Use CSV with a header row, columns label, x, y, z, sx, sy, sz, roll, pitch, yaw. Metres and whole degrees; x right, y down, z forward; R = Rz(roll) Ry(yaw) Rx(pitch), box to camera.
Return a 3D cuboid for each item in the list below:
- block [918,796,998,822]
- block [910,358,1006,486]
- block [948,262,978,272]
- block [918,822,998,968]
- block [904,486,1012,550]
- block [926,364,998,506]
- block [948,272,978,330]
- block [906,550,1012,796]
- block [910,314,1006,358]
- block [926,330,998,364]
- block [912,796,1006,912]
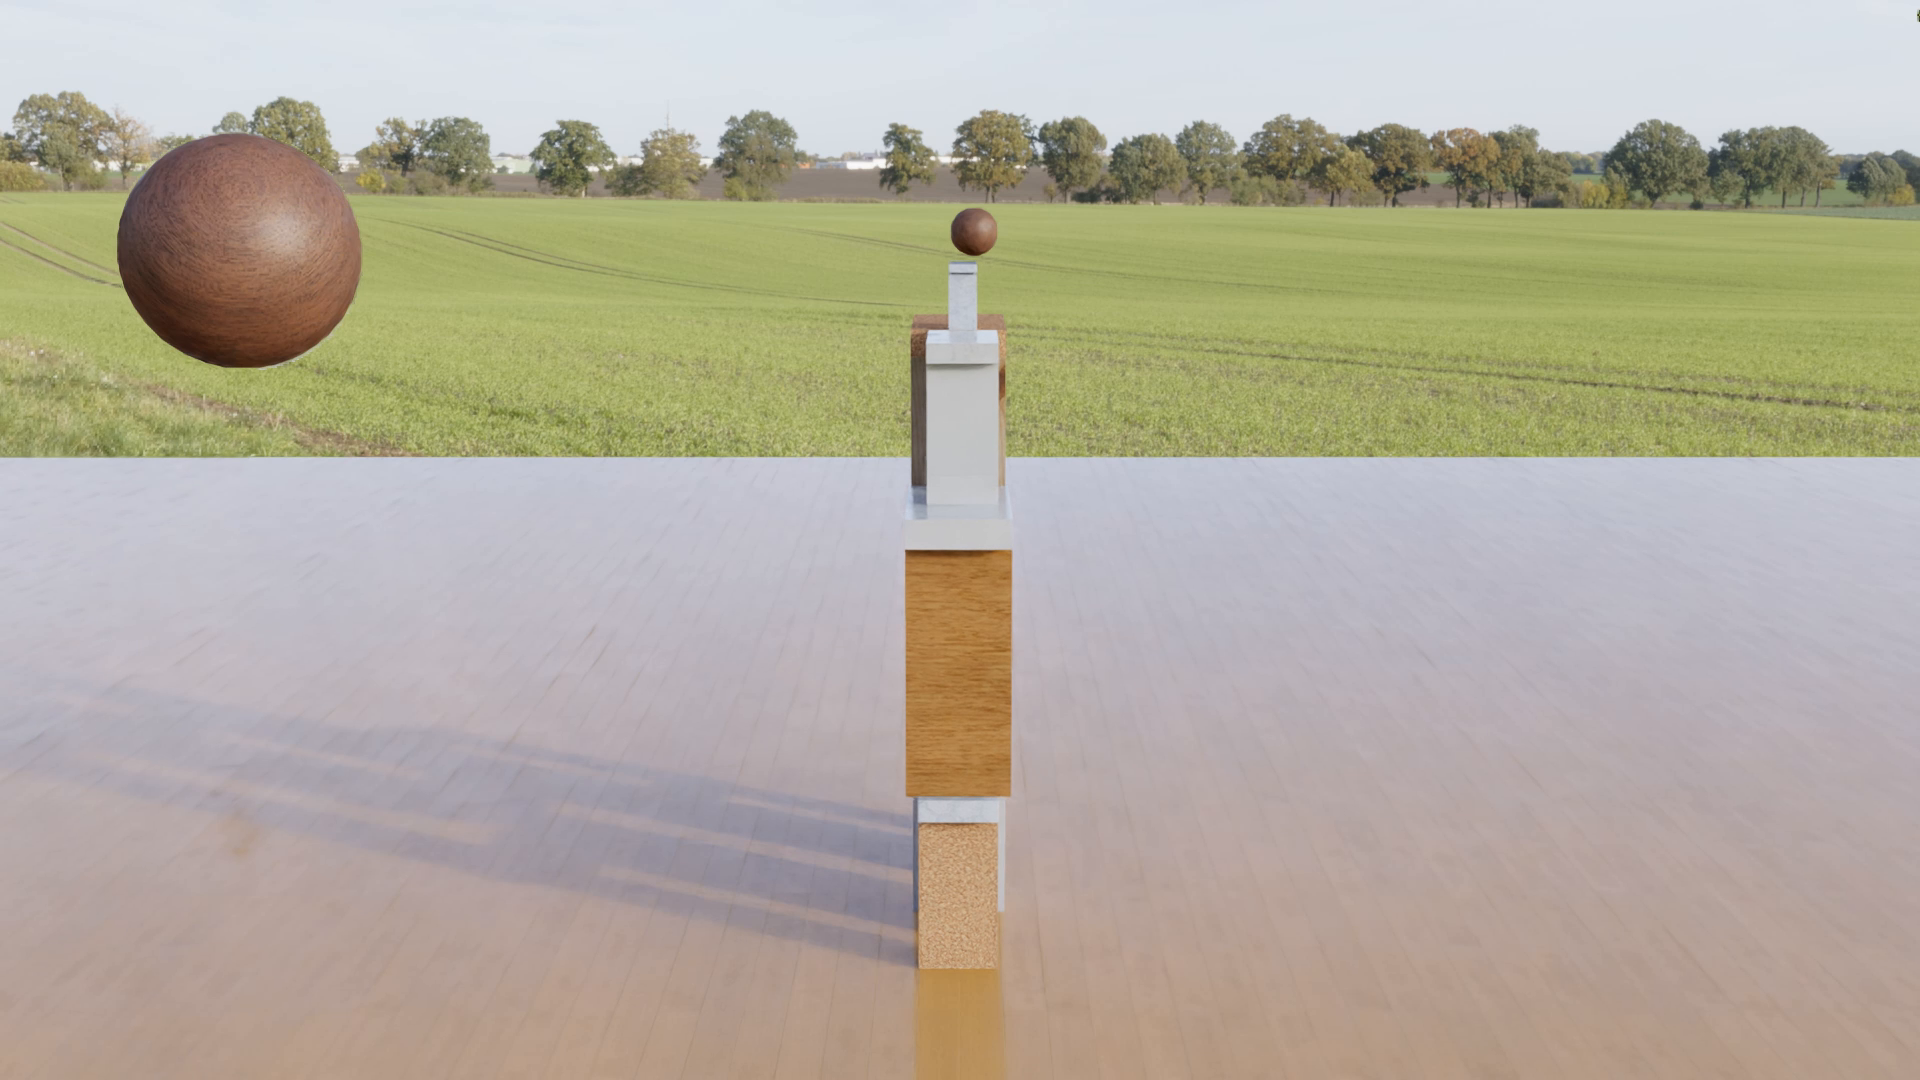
label,x,y,z,sx,sy,sz,roll,pitch,yaw
block,-0.002,0.382,3.388,0.119,0.034,0.238,0,11,0
block,-0.003,-0.148,3.541,0.151,0.302,0.043,0,11,0
block,0.005,-0.432,3.478,0.045,0.013,0.090,0,10,0
block,-0.003,0.531,3.334,0.119,0.239,0.034,0,11,0
block,-0.002,-0.036,3.339,0.157,0.044,0.313,0,10,0
block,0.004,-0.161,3.301,0.108,0.215,0.030,0,11,0
block,0.004,-0.376,3.458,0.045,0.090,0.013,0,11,0
block,-0.002,0.193,3.274,0.157,0.381,0.044,0,11,-1
block,-0.002,-0.336,3.608,0.151,0.043,0.302,0,11,0
block,0.004,-0.295,3.350,0.108,0.030,0.215,0,10,0
block,-0.002,0.455,3.578,0.149,0.298,0.042,0,11,0
